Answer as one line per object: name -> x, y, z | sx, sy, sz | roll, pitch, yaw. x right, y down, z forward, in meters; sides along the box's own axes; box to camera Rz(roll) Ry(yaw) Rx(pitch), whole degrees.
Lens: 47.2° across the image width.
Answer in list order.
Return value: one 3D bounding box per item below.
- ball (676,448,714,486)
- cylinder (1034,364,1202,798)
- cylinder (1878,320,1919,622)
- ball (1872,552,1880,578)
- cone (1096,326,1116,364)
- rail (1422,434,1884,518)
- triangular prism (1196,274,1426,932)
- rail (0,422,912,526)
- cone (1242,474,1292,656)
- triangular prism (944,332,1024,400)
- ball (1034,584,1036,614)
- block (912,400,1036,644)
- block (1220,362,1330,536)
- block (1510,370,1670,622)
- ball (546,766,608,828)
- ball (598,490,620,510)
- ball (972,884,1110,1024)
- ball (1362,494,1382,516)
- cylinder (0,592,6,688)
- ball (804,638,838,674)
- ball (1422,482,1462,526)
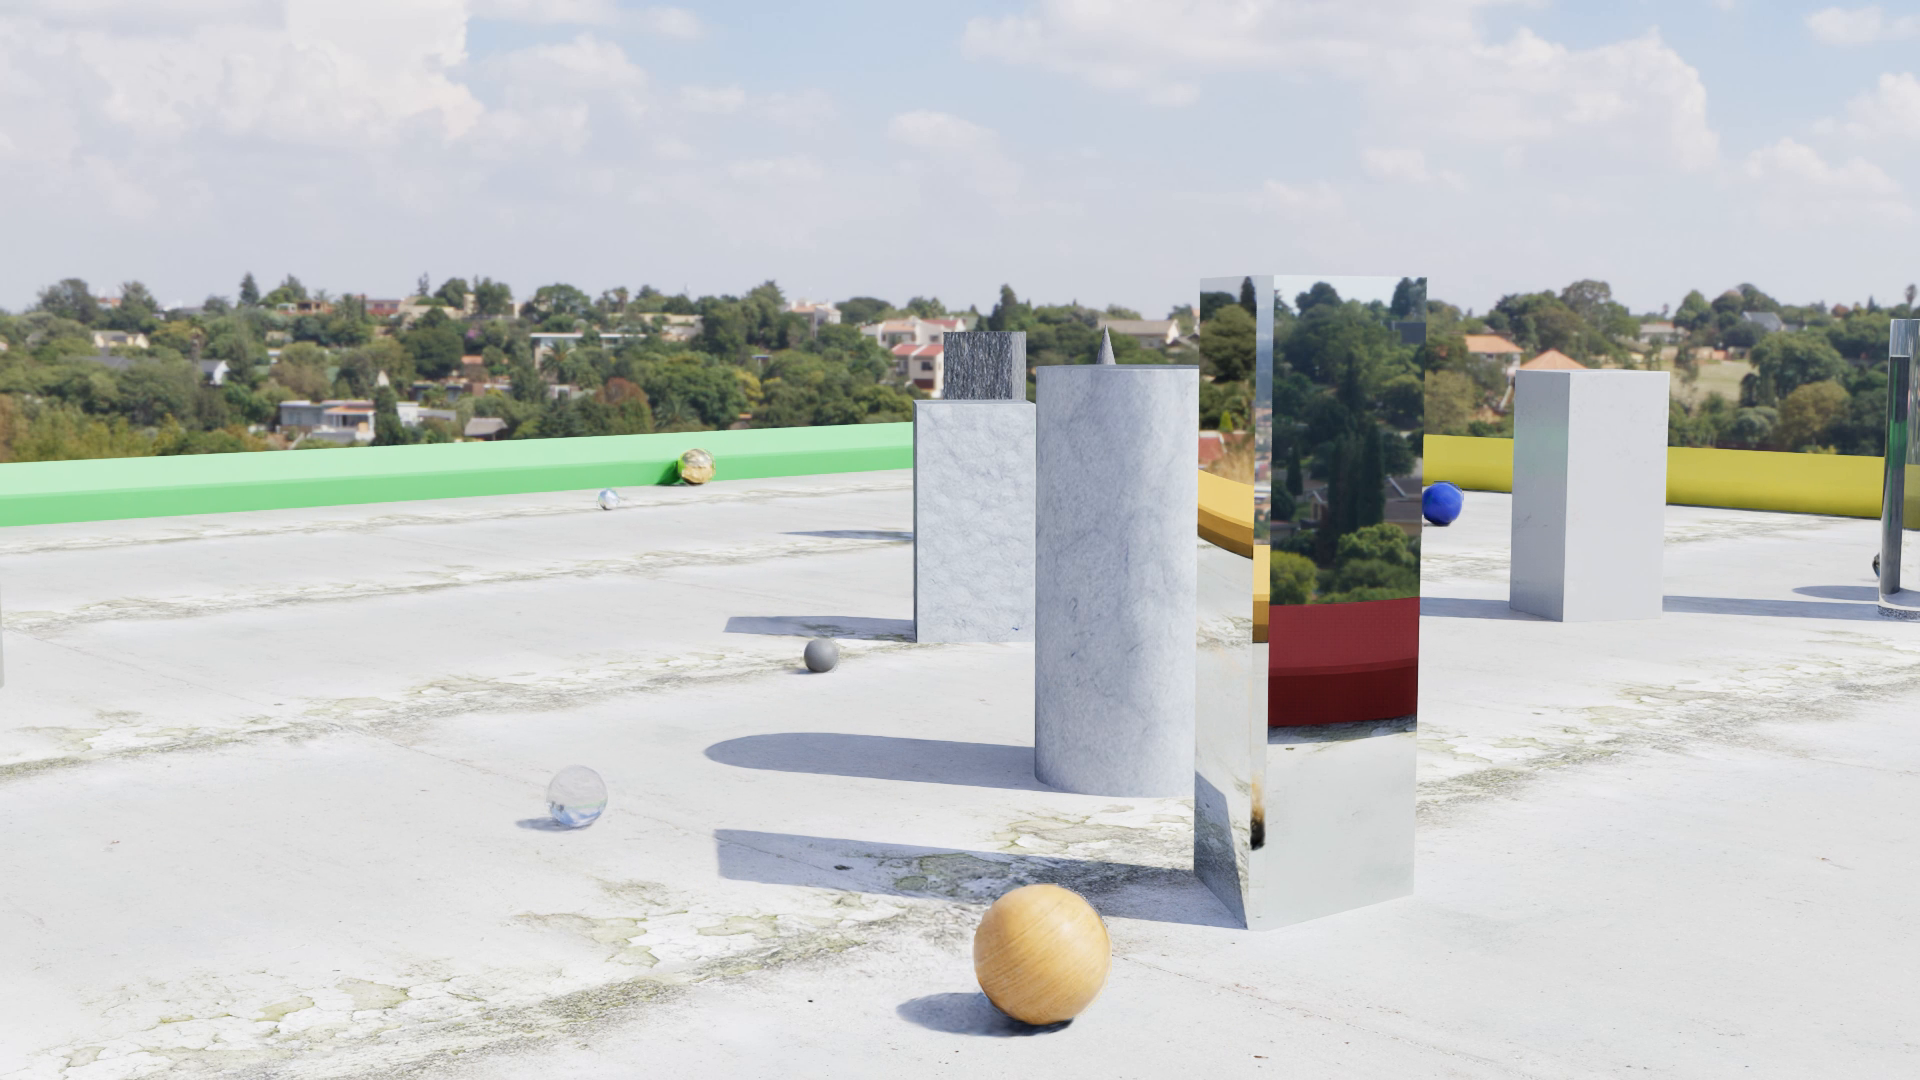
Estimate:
ball -> -0.676, -0.186, 5.611 | 0.095, 0.095, 0.095 | 0, 6, 0
cylinder -> 0.170, 0.032, 2.092 | 0.198, 0.392, 0.198 | 0, 6, 0
cylinder -> 1.451, -0.104, 3.198 | 0.198, 0.431, 0.198 | 0, 6, 0
ball -> 1.534, 0.042, 3.630 | 0.053, 0.053, 0.053 | 0, 6, 0
cone -> 0.317, -0.264, 4.791 | 0.198, 0.419, 0.198 | 0, 6, 0
rail -> 1.763, -0.135, 4.950 | 0.045, 0.129, 4.465 | -5, 8, -42
triangular prism -> 0.234, 0.037, 1.669 | 0.171, 0.469, 0.148 | -5, 8, -38
rail -> -1.498, -0.135, 4.946 | 4.844, 0.129, 0.045 | -5, 8, -42
cone -> 0.346, -0.036, 2.928 | 0.198, 0.353, 0.198 | 0, 6, 0
triangular prism -> 0.081, -0.203, 4.282 | 0.171, 0.404, 0.148 | 5, 8, 37
ball -> 0.123, 0.086, 3.208 | 0.051, 0.051, 0.051 | 0, 6, 0
block -> 0.017, -0.029, 3.021 | 0.158, 0.320, 0.158 | 0, 6, -3
block -> 0.637, -0.189, 4.465 | 0.158, 0.338, 0.158 | -4, 7, -35
block -> 0.921, -0.069, 3.226 | 0.158, 0.357, 0.158 | -2, 6, -14
ball -> -0.331, 0.222, 1.902 | 0.053, 0.053, 0.053 | 0, 6, 0
ball -> -0.786, -0.090, 4.914 | 0.047, 0.047, 0.047 | 0, 6, 0
ball -> 0.051, 0.259, 1.378 | 0.087, 0.087, 0.087 | 0, 6, 0
ball -> 0.897, -0.076, 4.789 | 0.046, 0.046, 0.046 | 0, 6, 0
cylinder -> -1.233, 0.012, 2.575 | 0.198, 0.330, 0.198 | 0, 6, 0
ball -> -0.171, 0.142, 2.708 | 0.043, 0.043, 0.043 | 0, 6, 0
ball -> 1.001, -0.075, 4.576 | 0.089, 0.089, 0.089 | 0, 6, 0
